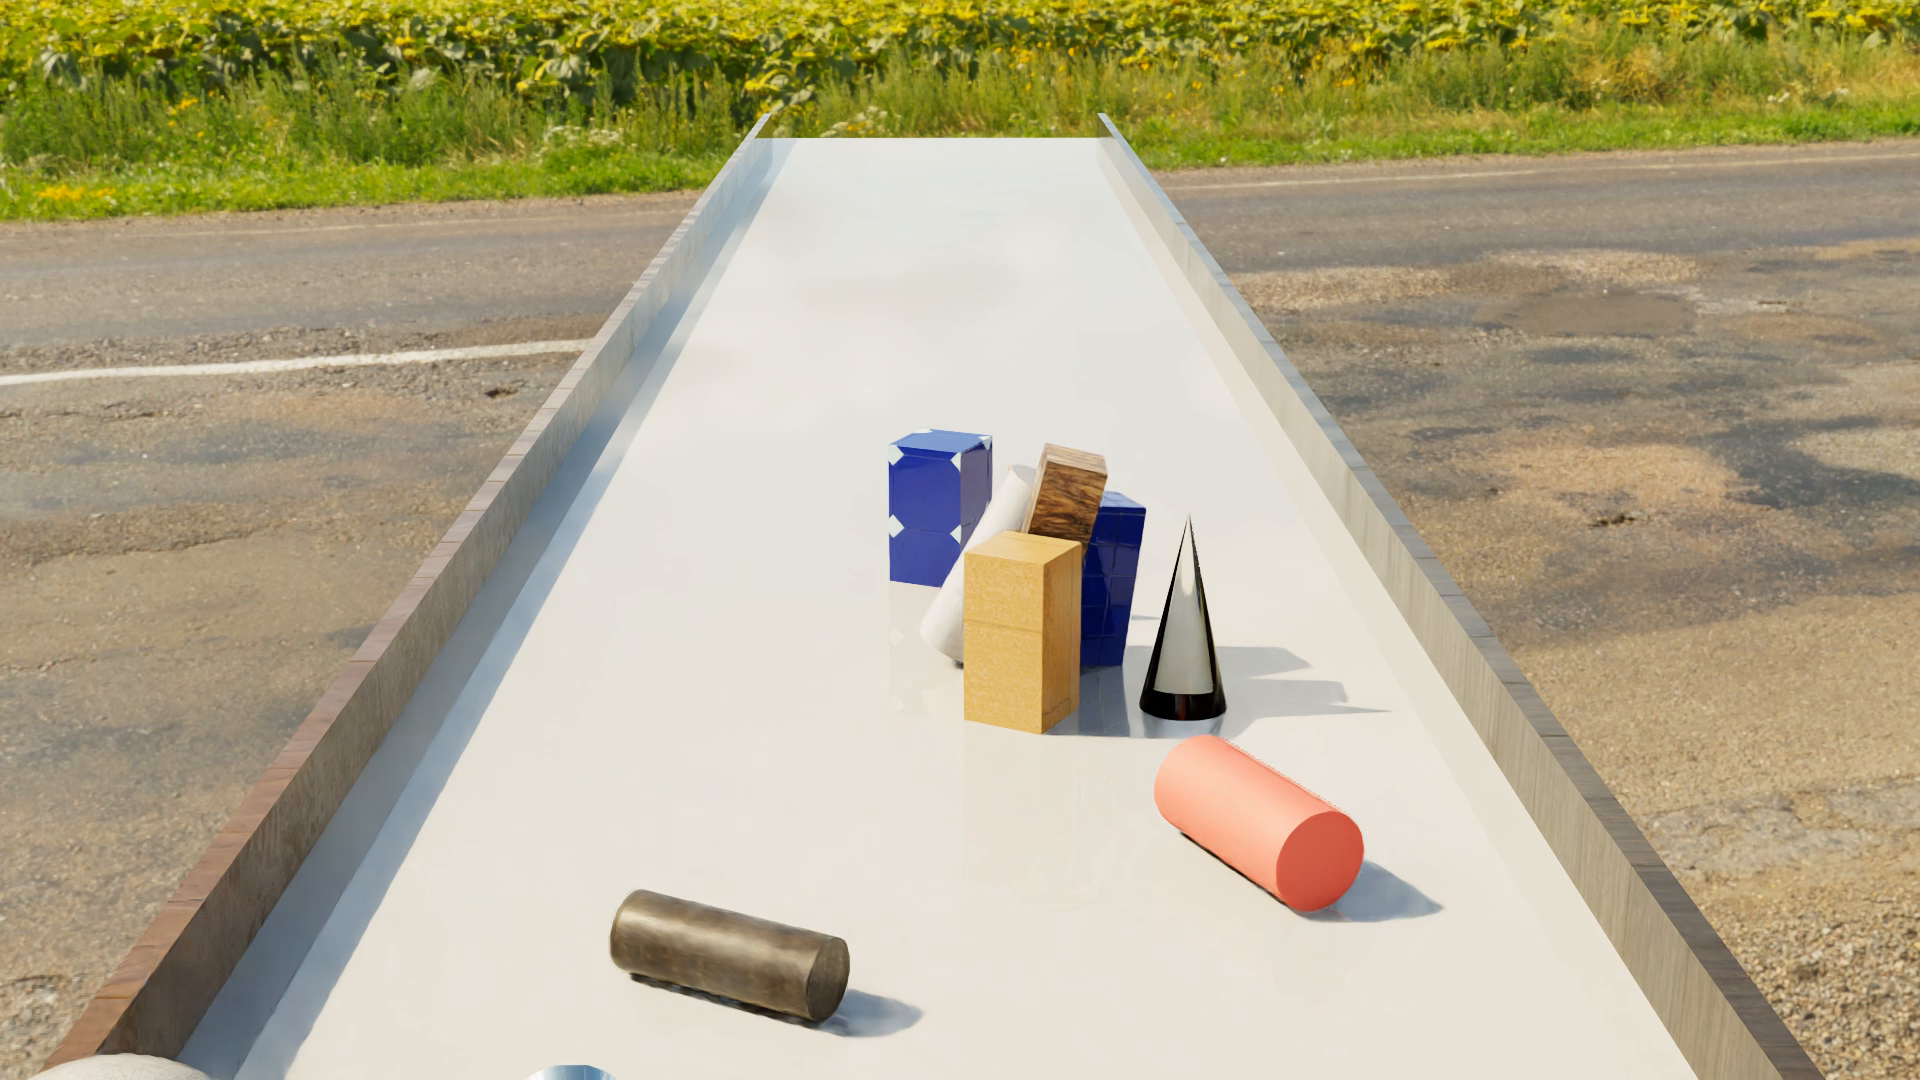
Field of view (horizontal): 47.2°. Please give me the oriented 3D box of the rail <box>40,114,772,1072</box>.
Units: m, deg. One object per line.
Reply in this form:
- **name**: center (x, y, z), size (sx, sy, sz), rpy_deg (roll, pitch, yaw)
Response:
- **rail**: center (-1.118, -0.838, 7.780), size (0.050, 0.150, 12.000), rpy_deg (0, 17, -1)

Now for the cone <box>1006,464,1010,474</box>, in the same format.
- **cone**: center (0.103, -0.002, 4.646), size (0.155, 0.335, 0.155), rpy_deg (0, 17, 0)

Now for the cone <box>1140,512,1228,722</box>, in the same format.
- **cone**: center (0.423, 0.130, 4.119), size (0.167, 0.382, 0.167), rpy_deg (0, 17, 0)

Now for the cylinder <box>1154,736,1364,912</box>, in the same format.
- **cylinder**: center (0.465, 0.441, 3.462), size (0.161, 0.161, 0.346), rpy_deg (-8, 18, -25)

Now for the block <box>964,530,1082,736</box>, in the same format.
- **block**: center (0.117, 0.169, 4.084), size (0.161, 0.327, 0.161), rpy_deg (9, 19, 27)

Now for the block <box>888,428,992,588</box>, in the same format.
- **block**: center (-0.043, -0.071, 4.917), size (0.174, 0.313, 0.174), rpy_deg (7, 18, 23)

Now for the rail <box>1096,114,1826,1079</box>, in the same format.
- **rail**: center (0.932, -0.844, 7.801), size (0.050, 0.150, 12.000), rpy_deg (0, 17, -1)

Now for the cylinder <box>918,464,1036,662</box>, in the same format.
- **cylinder**: center (0.069, 0.048, 4.355), size (0.137, 0.387, 0.137), rpy_deg (27, 18, -10)

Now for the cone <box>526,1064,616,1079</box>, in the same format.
- **cone**: center (-0.417, 0.772, 2.379), size (0.143, 0.143, 0.435), rpy_deg (-3, 30, -11)

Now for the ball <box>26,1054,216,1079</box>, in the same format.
- **ball**: center (-0.859, 0.699, 2.220), size (0.352, 0.352, 0.352), rpy_deg (0, 17, 0)

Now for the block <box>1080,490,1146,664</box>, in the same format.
- **block**: center (0.259, 0.074, 4.383), size (0.133, 0.324, 0.133), rpy_deg (2, 15, -23)

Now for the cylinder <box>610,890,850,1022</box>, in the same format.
- **cylinder**: center (-0.323, 0.579, 3.074), size (0.323, 0.117, 0.117), rpy_deg (9, 19, 26)

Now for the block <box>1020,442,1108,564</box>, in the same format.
- **block**: center (0.165, 0.053, 4.220), size (0.117, 0.452, 0.117), rpy_deg (13, 19, -5)
